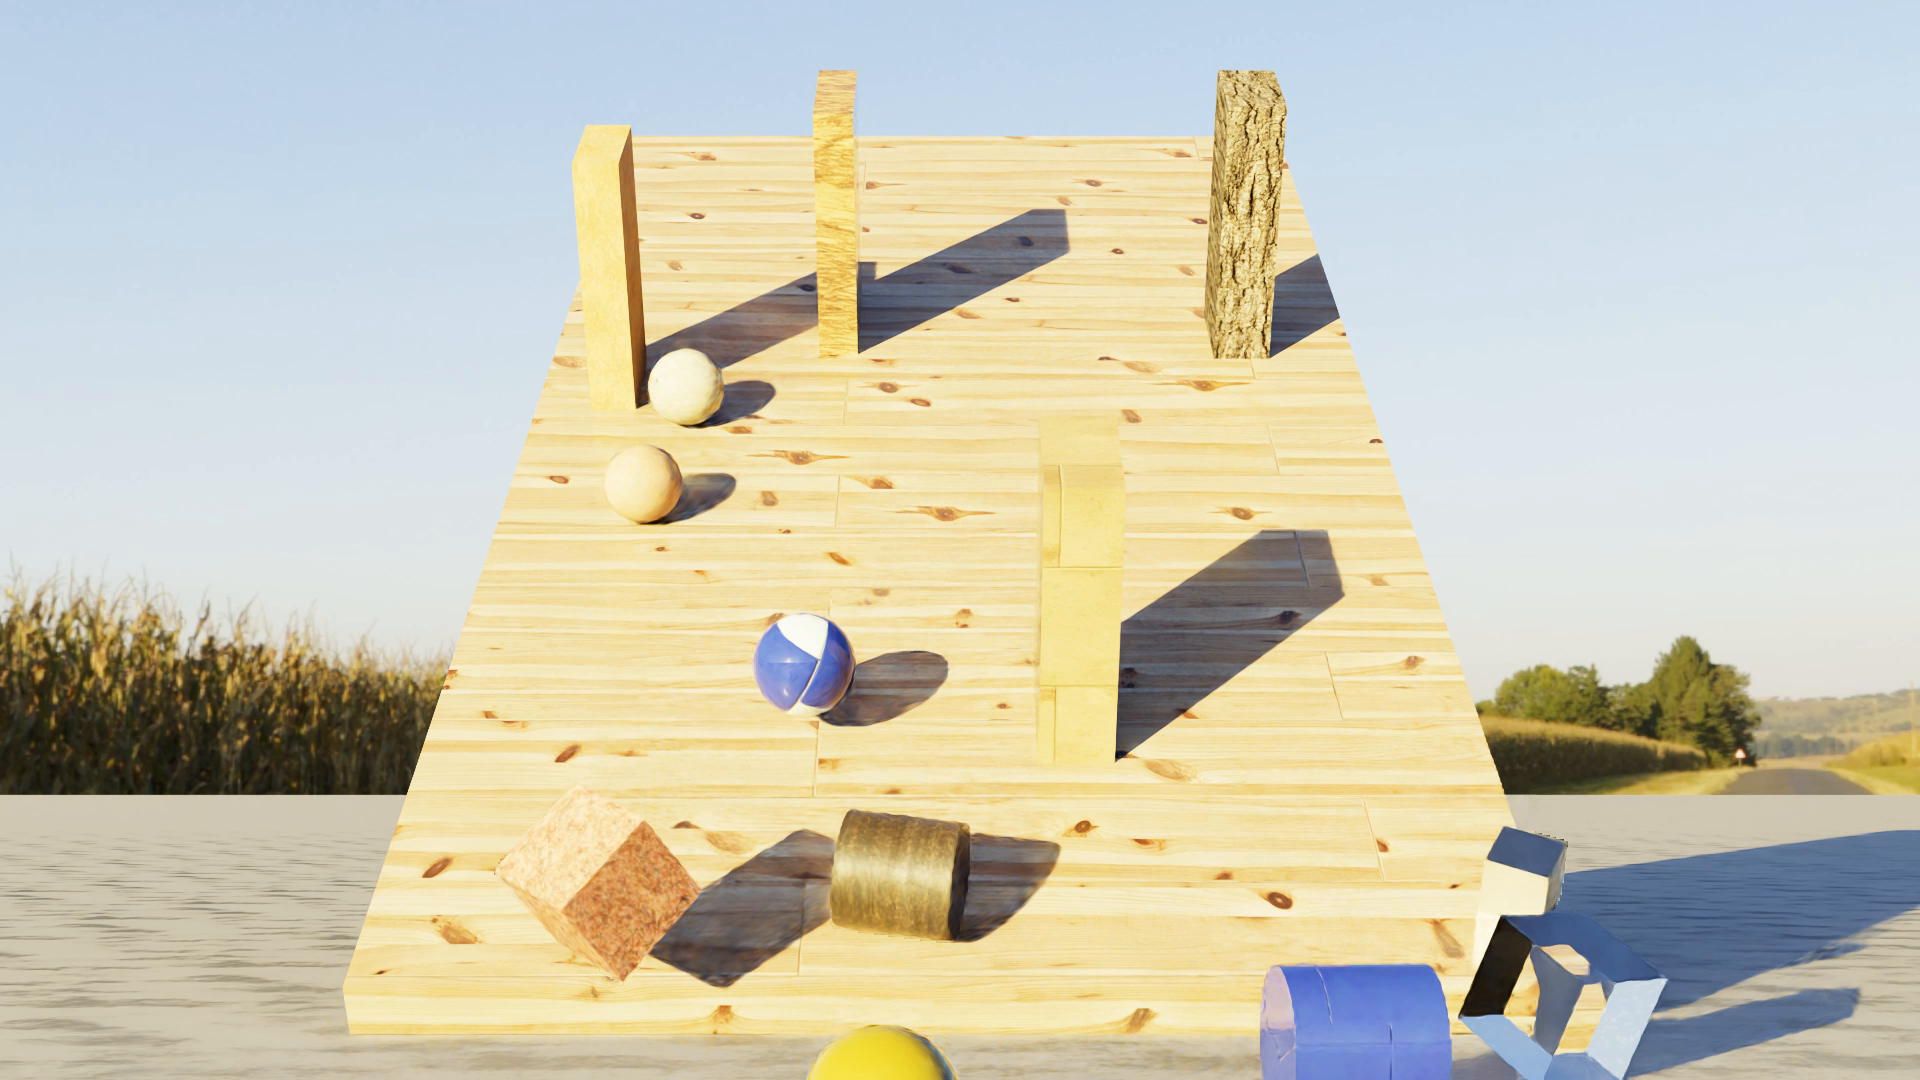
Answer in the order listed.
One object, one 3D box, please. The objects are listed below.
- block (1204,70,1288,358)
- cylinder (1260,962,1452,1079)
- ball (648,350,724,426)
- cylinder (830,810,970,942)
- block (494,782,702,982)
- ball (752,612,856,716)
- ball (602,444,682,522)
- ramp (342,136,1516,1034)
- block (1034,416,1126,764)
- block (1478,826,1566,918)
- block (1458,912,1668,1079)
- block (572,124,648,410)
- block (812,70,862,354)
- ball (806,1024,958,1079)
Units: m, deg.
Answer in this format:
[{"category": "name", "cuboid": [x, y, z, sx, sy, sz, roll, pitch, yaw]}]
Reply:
[{"category": "block", "cuboid": [0.702, -0.803, 5.966, 0.138, 0.656, 0.269, 0, 29, 0]}, {"category": "cylinder", "cuboid": [0.476, 0.608, 2.921, 0.187, 0.187, 0.187, 1, -6, -6]}, {"category": "ball", "cuboid": [-0.642, -0.359, 5.655, 0.179, 0.179, 0.179, 0, -6, 0]}, {"category": "cylinder", "cuboid": [-0.097, 0.558, 4.014, 0.197, 0.197, 0.197, 6, -5, 9]}, {"category": "block", "cuboid": [-0.561, 0.530, 3.744, 0.186, 0.186, 0.186, 18, -31, 45]}, {"category": "ball", "cuboid": [-0.289, 0.232, 4.476, 0.193, 0.193, 0.193, 0, -6, 0]}, {"category": "ball", "cuboid": [-0.691, -0.124, 5.248, 0.172, 0.172, 0.172, 0, -6, 0]}, {"category": "ramp", "cuboid": [-0.013, -0.214, 5.686, 2.000, 0.100, 4.000, 0, 29, 0]}, {"category": "block", "cuboid": [0.216, 0.093, 4.456, 0.142, 0.579, 0.283, 0, 29, 0]}, {"category": "block", "cuboid": [0.955, 0.573, 4.089, 0.109, 0.109, 0.109, 15, 33, 24]}, {"category": "block", "cuboid": [0.829, 0.632, 3.321, 0.168, 0.168, 0.168, 4, 23, -35]}, {"category": "block", "cuboid": [-0.828, -0.644, 5.712, 0.105, 0.619, 0.258, 0, 29, 0]}, {"category": "block", "cuboid": [-0.304, -0.817, 6.010, 0.095, 0.629, 0.319, 0, 29, 0]}, {"category": "ball", "cuboid": [-0.079, 0.575, 2.445, 0.164, 0.164, 0.164, 0, -6, 0]}]
